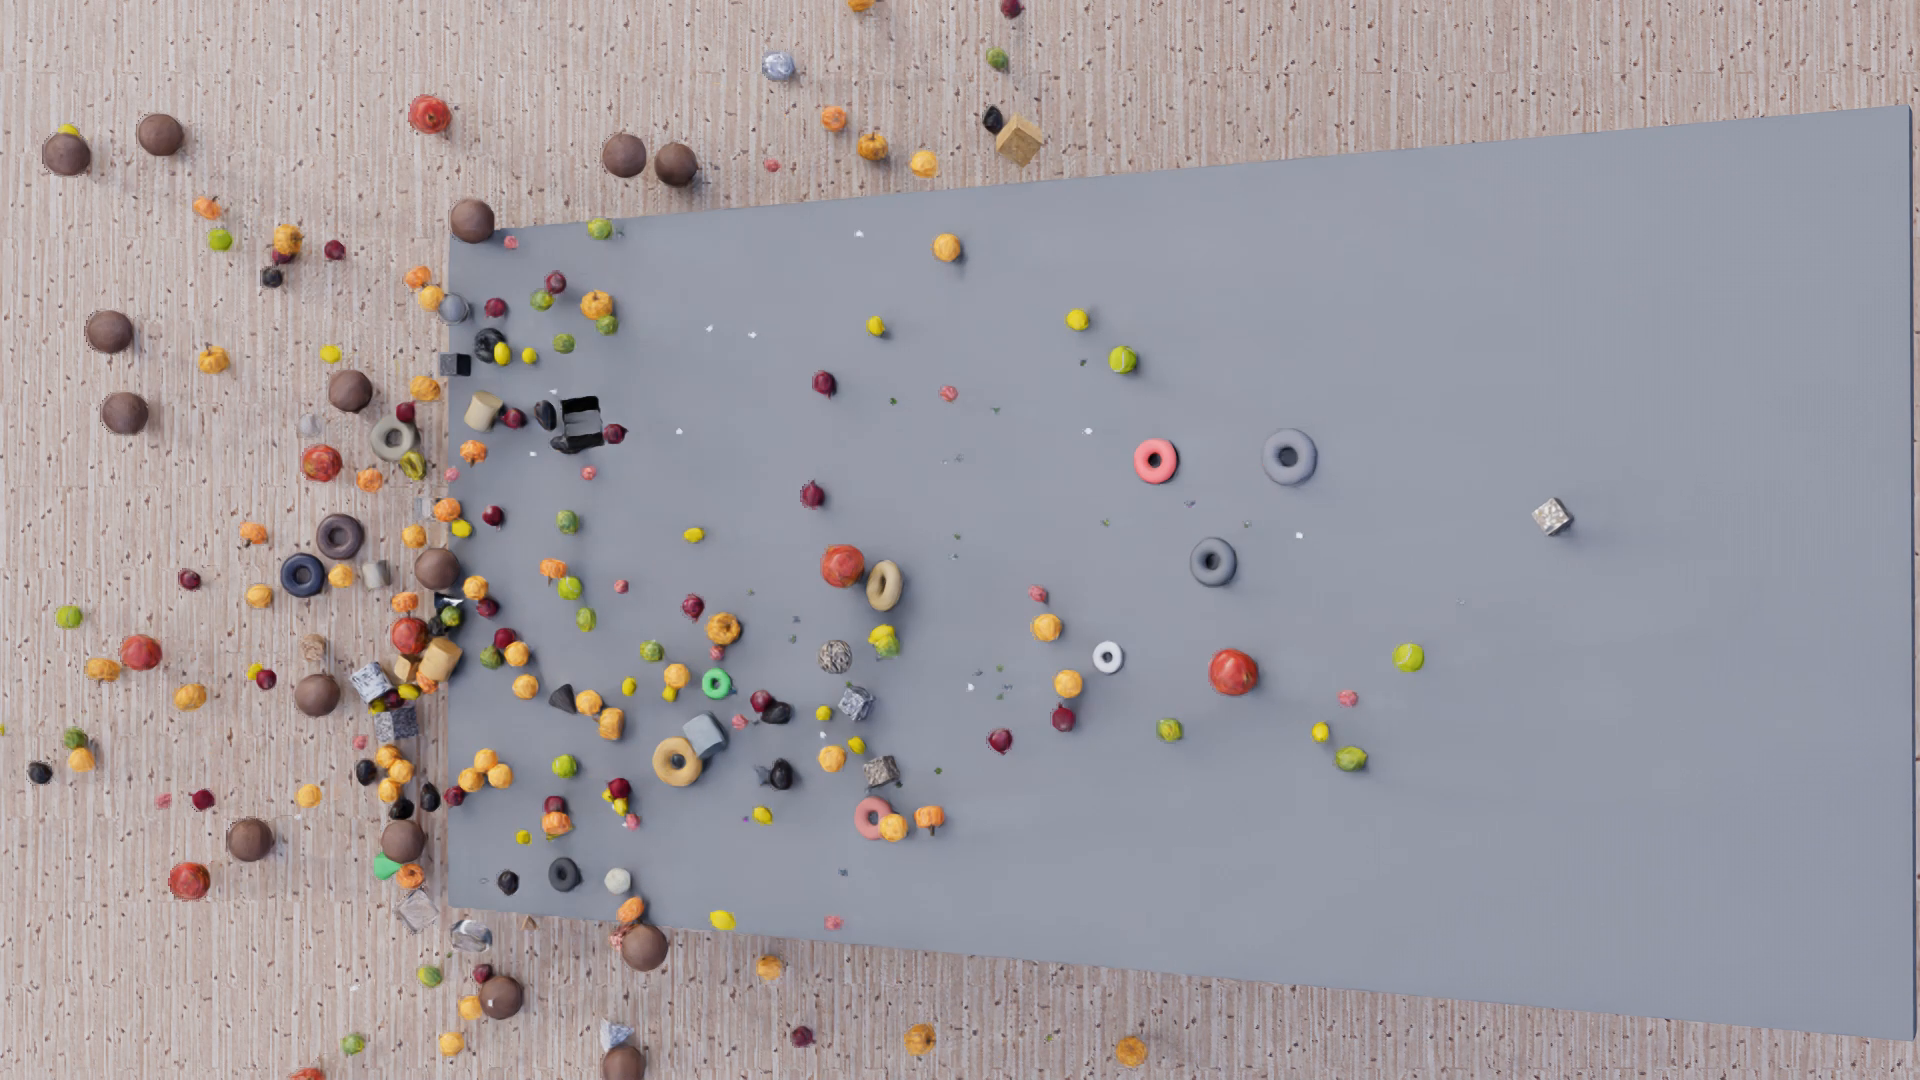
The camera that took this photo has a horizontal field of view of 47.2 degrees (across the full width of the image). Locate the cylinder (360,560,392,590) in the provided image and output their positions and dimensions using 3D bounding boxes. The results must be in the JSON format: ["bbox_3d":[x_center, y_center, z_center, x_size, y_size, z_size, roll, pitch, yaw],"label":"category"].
[{"bbox_3d":[-1.748,0.104,6.587,0.075,0.075,0.075,-17,95,0],"label":"cylinder"}]

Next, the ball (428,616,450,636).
[{"bbox_3d":[-1.543,0.256,6.511,0.062,0.062,0.062,0,89,0],"label":"ball"}]

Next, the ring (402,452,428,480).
[{"bbox_3d":[-1.633,-0.222,6.579,0.091,0.030,0.091,13,119,25],"label":"ring"}]

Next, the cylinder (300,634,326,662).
[{"bbox_3d":[-1.935,0.322,6.574,0.069,0.069,0.069,-3,105,-10],"label":"cylinder"}]

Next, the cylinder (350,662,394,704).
[{"bbox_3d":[-1.759,0.427,6.572,0.095,0.095,0.095,-33,89,0],"label":"cylinder"}]

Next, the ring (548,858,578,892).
[{"bbox_3d":[-1.138,0.961,6.309,0.101,0.034,0.101,-1,89,29],"label":"ring"}]

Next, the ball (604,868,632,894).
[{"bbox_3d":[-0.964,0.961,6.196,0.073,0.073,0.073,0,89,0],"label":"ball"}]

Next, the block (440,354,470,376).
[{"bbox_3d":[-1.489,-0.516,6.491,0.062,0.062,0.062,0,89,27],"label":"block"}]

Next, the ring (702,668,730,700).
[{"bbox_3d":[-0.673,0.398,6.076,0.087,0.029,0.087,0,90,27],"label":"ring"}]

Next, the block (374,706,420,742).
[{"bbox_3d":[-1.681,0.550,6.559,0.086,0.086,0.086,-10,89,41],"label":"block"}]

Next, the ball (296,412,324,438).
[{"bbox_3d":[-1.948,-0.344,6.592,0.075,0.075,0.075,0,89,0],"label":"ball"}]

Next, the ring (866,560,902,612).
[{"bbox_3d":[-0.199,0.121,5.803,0.045,0.135,0.135,12,89,-34],"label":"ring"}]

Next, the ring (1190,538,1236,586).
[{"bbox_3d":[0.621,0.055,5.401,0.120,0.040,0.120,-1,89,29],"label":"ring"}]

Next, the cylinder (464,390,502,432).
[{"bbox_3d":[-1.391,-0.376,6.418,0.085,0.085,0.085,30,113,0],"label":"cylinder"}]

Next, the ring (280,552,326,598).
[{"bbox_3d":[-1.974,0.106,6.602,0.136,0.045,0.136,0,90,1],"label":"ring"}]

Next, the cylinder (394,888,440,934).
[{"bbox_3d":[-1.603,1.097,6.496,0.095,0.095,0.095,-41,90,0],"label":"cylinder"}]

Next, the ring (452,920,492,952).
[{"bbox_3d":[-1.456,1.181,6.557,0.129,0.043,0.129,7,132,8],"label":"ring"}]

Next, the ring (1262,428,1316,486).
[{"bbox_3d":[0.795,-0.199,5.310,0.139,0.046,0.139,0,91,28],"label":"ring"}]

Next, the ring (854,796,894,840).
[{"bbox_3d":[-0.228,0.738,5.836,0.114,0.038,0.114,-1,87,27],"label":"ring"}]

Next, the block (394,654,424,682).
[{"bbox_3d":[-1.643,0.382,6.569,0.060,0.060,0.060,26,104,32],"label":"block"}]

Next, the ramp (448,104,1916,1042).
[{"bbox_3d":[0.278,0.078,5.658,4.000,0.100,2.000,0,89,27],"label":"ramp"}]

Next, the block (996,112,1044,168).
[{"bbox_3d":[0.174,-1.160,6.388,0.096,0.096,0.096,31,120,-19],"label":"block"}]

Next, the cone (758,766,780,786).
[{"bbox_3d":[-0.517,0.641,5.994,0.059,0.059,0.059,-3,89,1],"label":"cone"}]

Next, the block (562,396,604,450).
[{"bbox_3d":[-1.028,-0.319,5.992,0.098,0.098,0.098,-9,48,-7],"label":"block"}]

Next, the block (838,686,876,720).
[{"bbox_3d":[-0.274,0.434,5.849,0.062,0.062,0.062,35,105,23],"label":"block"}]

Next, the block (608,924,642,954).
[{"bbox_3d":[-0.945,1.125,6.213,0.055,0.055,0.055,-20,104,35],"label":"block"}]

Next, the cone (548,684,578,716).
[{"bbox_3d":[-1.117,0.471,6.274,0.084,0.084,0.084,-45,69,0],"label":"cone"}]

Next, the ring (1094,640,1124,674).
[{"bbox_3d":[0.373,0.295,5.535,0.081,0.027,0.081,-1,88,29],"label":"ring"}]

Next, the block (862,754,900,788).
[{"bbox_3d":[-0.207,0.611,5.812,0.064,0.064,0.064,-27,77,25],"label":"block"}]

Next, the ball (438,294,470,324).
[{"bbox_3d":[-1.491,-0.680,6.478,0.090,0.090,0.090,0,89,0],"label":"ball"}]

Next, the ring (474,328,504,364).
[{"bbox_3d":[-1.382,-0.571,6.452,0.105,0.035,0.105,0,90,26],"label":"ring"}]

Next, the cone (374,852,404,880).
[{"bbox_3d":[-1.689,0.971,6.559,0.082,0.082,0.082,-8,89,32],"label":"cone"}]

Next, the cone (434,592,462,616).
[{"bbox_3d":[-1.510,0.184,6.511,0.072,0.072,0.072,-6,89,0],"label":"cone"}]

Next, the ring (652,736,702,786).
[{"bbox_3d":[-0.783,0.615,6.101,0.142,0.047,0.142,1,99,7],"label":"ring"}]

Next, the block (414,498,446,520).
[{"bbox_3d":[-1.574,-0.093,6.531,0.063,0.063,0.063,-5,87,28],"label":"block"}]

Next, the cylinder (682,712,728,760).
[{"bbox_3d":[-0.701,0.538,6.052,0.094,0.094,0.094,-32,73,0],"label":"cylinder"}]

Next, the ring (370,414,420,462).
[{"bbox_3d":[-1.697,-0.305,6.605,0.148,0.049,0.148,0,89,-1],"label":"ring"}]

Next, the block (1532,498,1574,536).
[{"bbox_3d":[1.351,-0.053,5.011,0.061,0.061,0.061,-40,72,21],"label":"block"}]

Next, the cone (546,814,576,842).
[{"bbox_3d":[-1.141,0.825,6.311,0.080,0.080,0.080,-3,89,1],"label":"cone"}]

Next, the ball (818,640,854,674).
[{"bbox_3d":[-0.326,0.307,5.770,0.091,0.091,0.091,0,89,0],"label":"ball"}]

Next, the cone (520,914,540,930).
[{"bbox_3d":[-1.240,1.119,6.379,0.051,0.051,0.051,27,89,-13],"label":"cone"}]

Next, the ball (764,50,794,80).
[{"bbox_3d":[-0.542,-1.425,6.595,0.091,0.091,0.091,0,89,0],"label":"ball"}]

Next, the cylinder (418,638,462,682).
[{"bbox_3d":[-1.532,0.353,6.482,0.095,0.095,0.095,30,104,0],"label":"cylinder"}]

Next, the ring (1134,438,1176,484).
[{"bbox_3d":[0.486,-0.198,5.475,0.114,0.038,0.114,1,91,28],"label":"ring"}]

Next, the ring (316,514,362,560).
[{"bbox_3d":[-1.863,-0.009,6.603,0.143,0.048,0.143,0,90,1],"label":"ring"}]
